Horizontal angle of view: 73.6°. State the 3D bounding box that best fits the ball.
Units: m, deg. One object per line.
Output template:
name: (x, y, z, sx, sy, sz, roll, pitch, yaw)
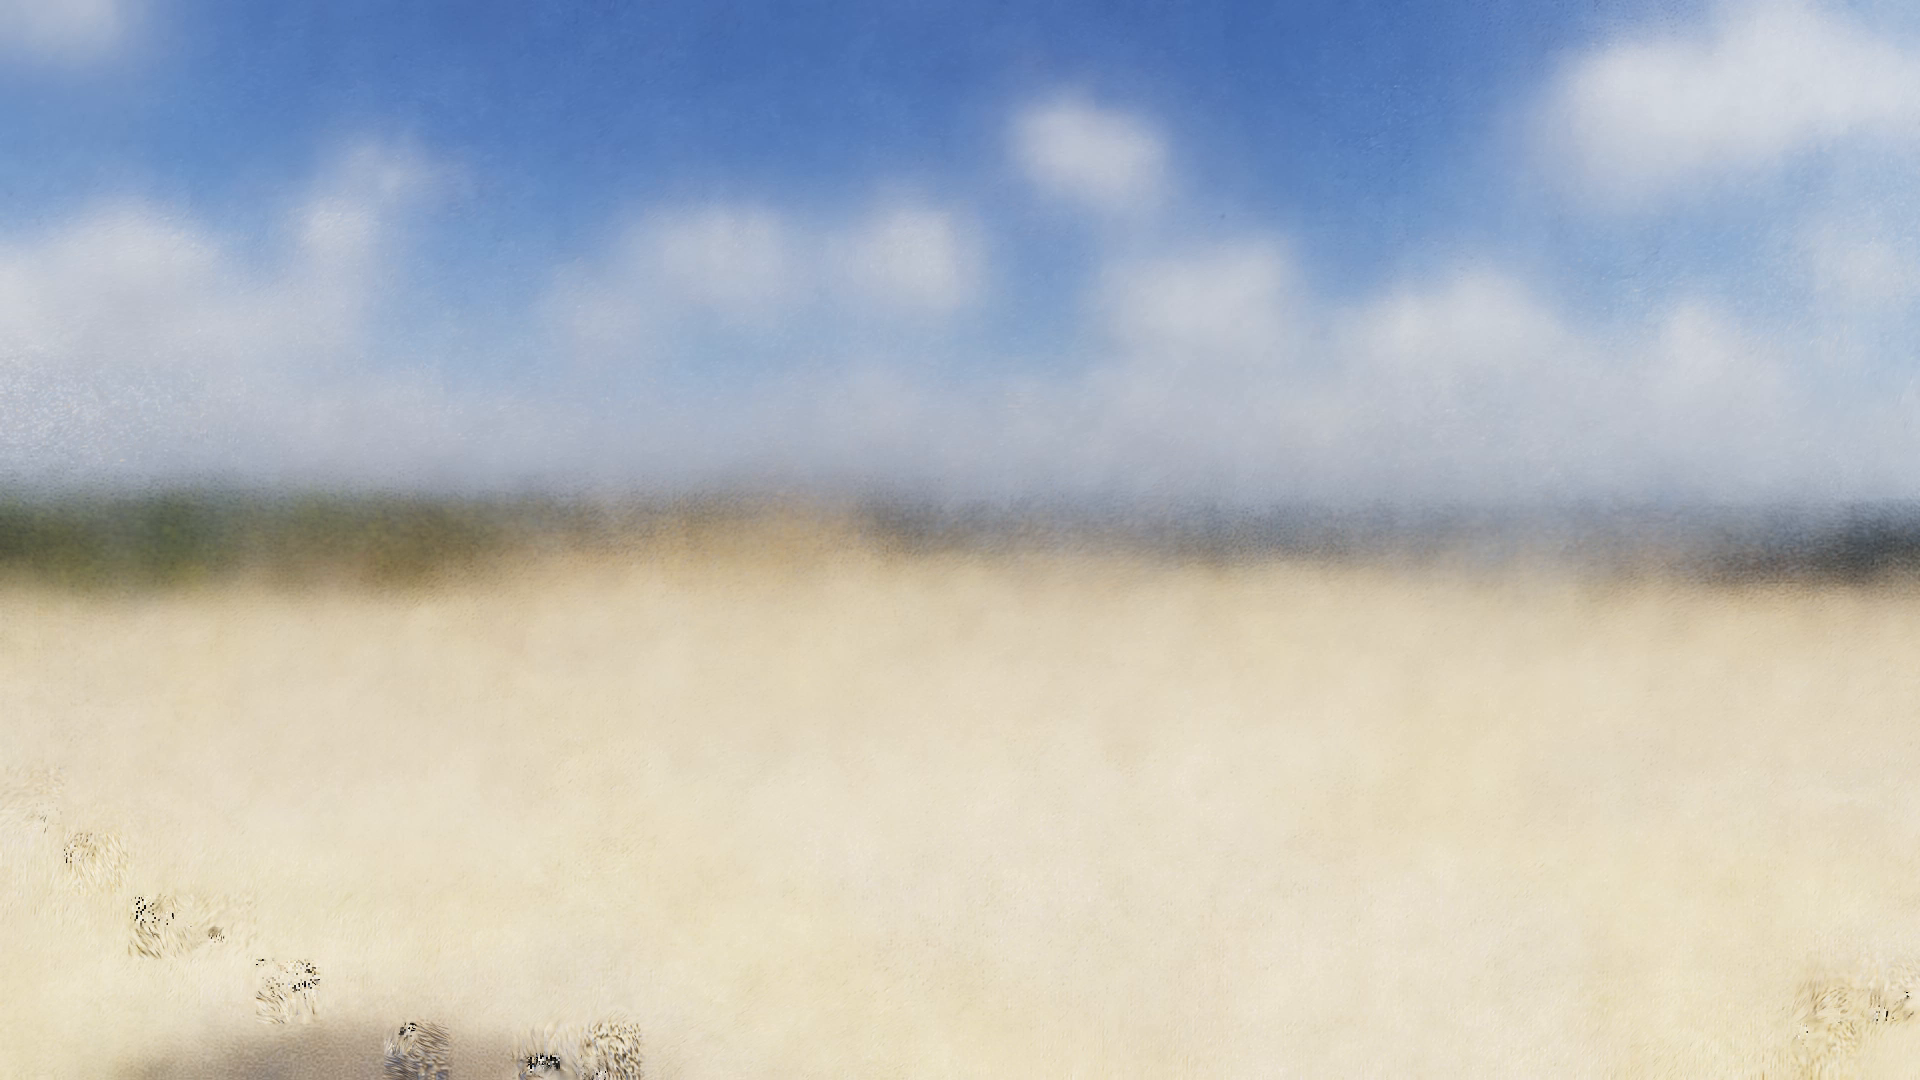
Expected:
ball: (0.001, -0.003, 0.052, 0.080, 0.080, 0.080, 0, 4, 0)
